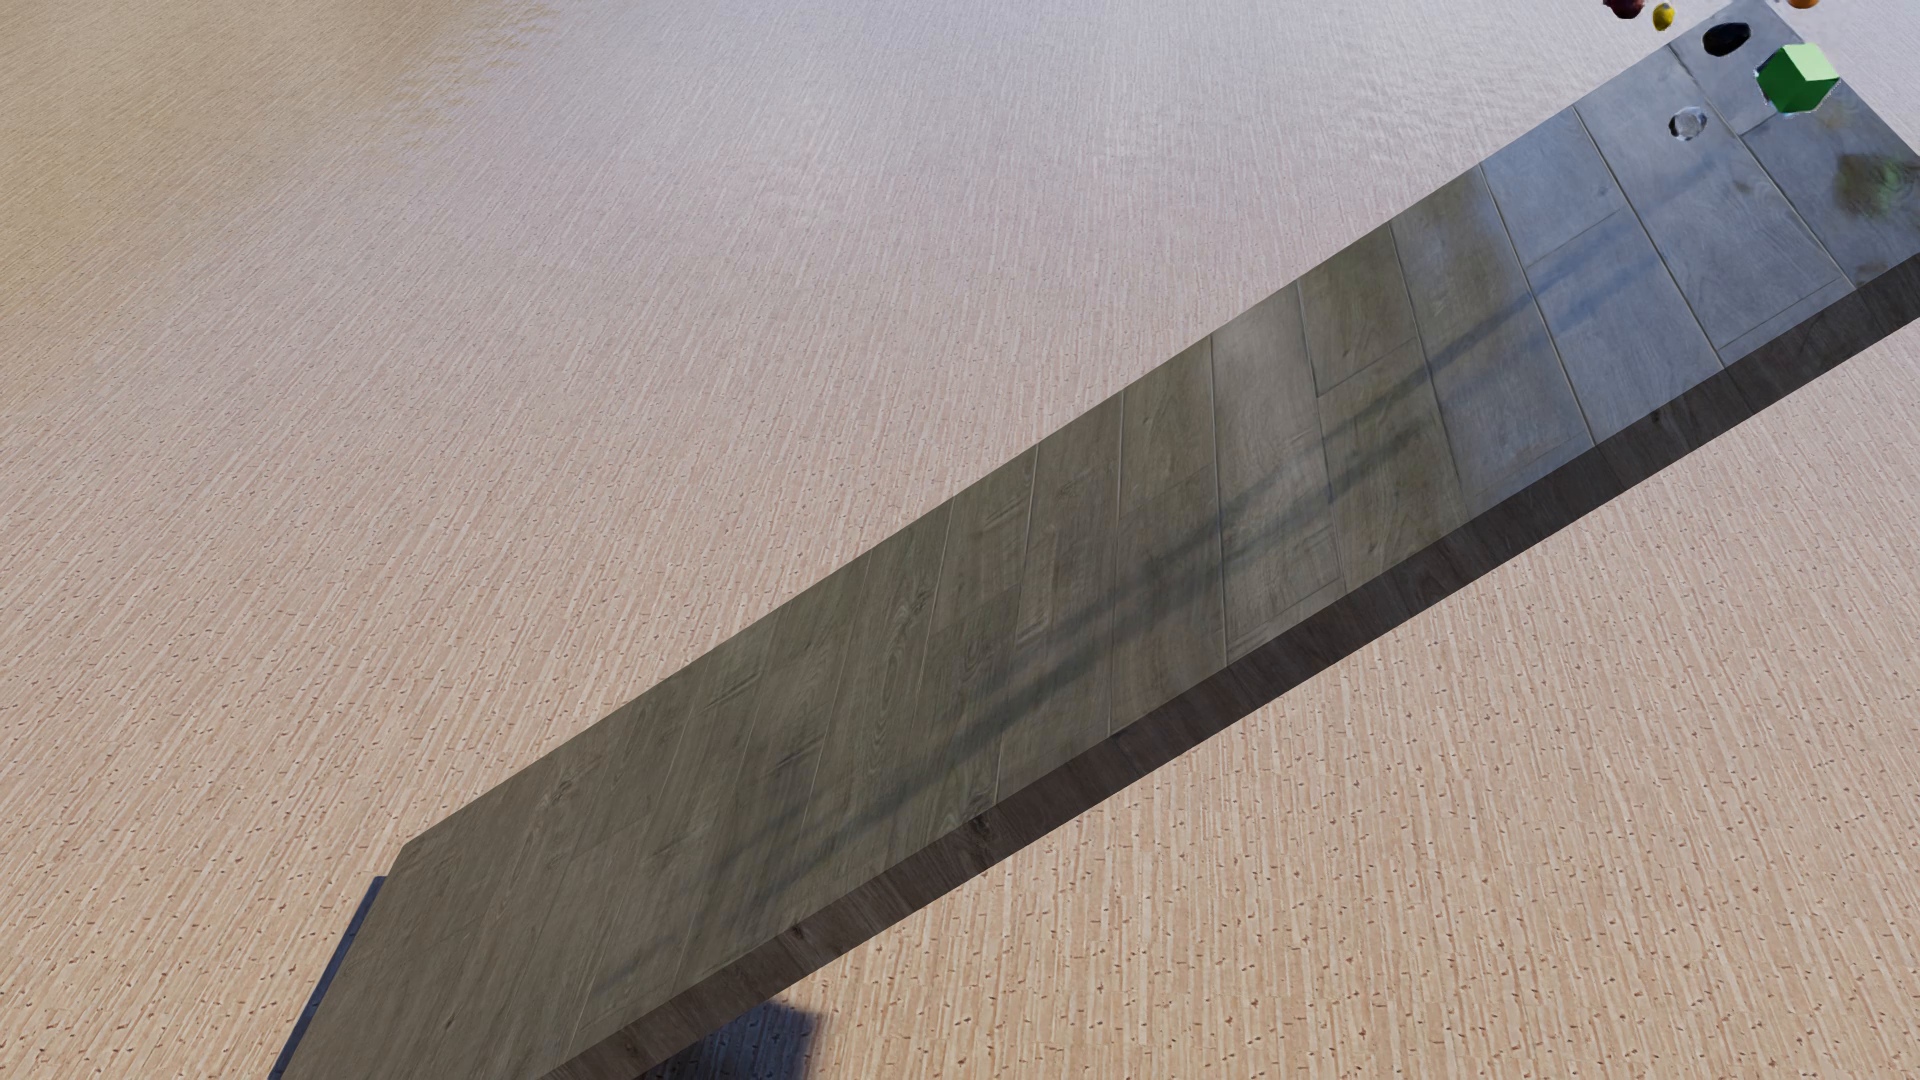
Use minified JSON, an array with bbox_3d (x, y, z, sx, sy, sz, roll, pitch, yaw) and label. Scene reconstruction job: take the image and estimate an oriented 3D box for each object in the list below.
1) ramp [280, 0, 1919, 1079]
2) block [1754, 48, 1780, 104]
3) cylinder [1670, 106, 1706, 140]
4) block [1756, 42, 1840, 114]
[{"bbox_3d":[0.136,0.173,6.305,4.000,0.100,2.000,-32,16,15],"label":"ramp"},{"bbox_3d":[1.651,-0.920,5.859,0.082,0.082,0.082,-41,34,-13],"label":"block"},{"bbox_3d":[1.453,-0.832,5.872,0.059,0.059,0.059,10,22,25],"label":"cylinder"},{"bbox_3d":[1.587,-0.875,5.573,0.089,0.089,0.089,-11,60,-31],"label":"block"}]
